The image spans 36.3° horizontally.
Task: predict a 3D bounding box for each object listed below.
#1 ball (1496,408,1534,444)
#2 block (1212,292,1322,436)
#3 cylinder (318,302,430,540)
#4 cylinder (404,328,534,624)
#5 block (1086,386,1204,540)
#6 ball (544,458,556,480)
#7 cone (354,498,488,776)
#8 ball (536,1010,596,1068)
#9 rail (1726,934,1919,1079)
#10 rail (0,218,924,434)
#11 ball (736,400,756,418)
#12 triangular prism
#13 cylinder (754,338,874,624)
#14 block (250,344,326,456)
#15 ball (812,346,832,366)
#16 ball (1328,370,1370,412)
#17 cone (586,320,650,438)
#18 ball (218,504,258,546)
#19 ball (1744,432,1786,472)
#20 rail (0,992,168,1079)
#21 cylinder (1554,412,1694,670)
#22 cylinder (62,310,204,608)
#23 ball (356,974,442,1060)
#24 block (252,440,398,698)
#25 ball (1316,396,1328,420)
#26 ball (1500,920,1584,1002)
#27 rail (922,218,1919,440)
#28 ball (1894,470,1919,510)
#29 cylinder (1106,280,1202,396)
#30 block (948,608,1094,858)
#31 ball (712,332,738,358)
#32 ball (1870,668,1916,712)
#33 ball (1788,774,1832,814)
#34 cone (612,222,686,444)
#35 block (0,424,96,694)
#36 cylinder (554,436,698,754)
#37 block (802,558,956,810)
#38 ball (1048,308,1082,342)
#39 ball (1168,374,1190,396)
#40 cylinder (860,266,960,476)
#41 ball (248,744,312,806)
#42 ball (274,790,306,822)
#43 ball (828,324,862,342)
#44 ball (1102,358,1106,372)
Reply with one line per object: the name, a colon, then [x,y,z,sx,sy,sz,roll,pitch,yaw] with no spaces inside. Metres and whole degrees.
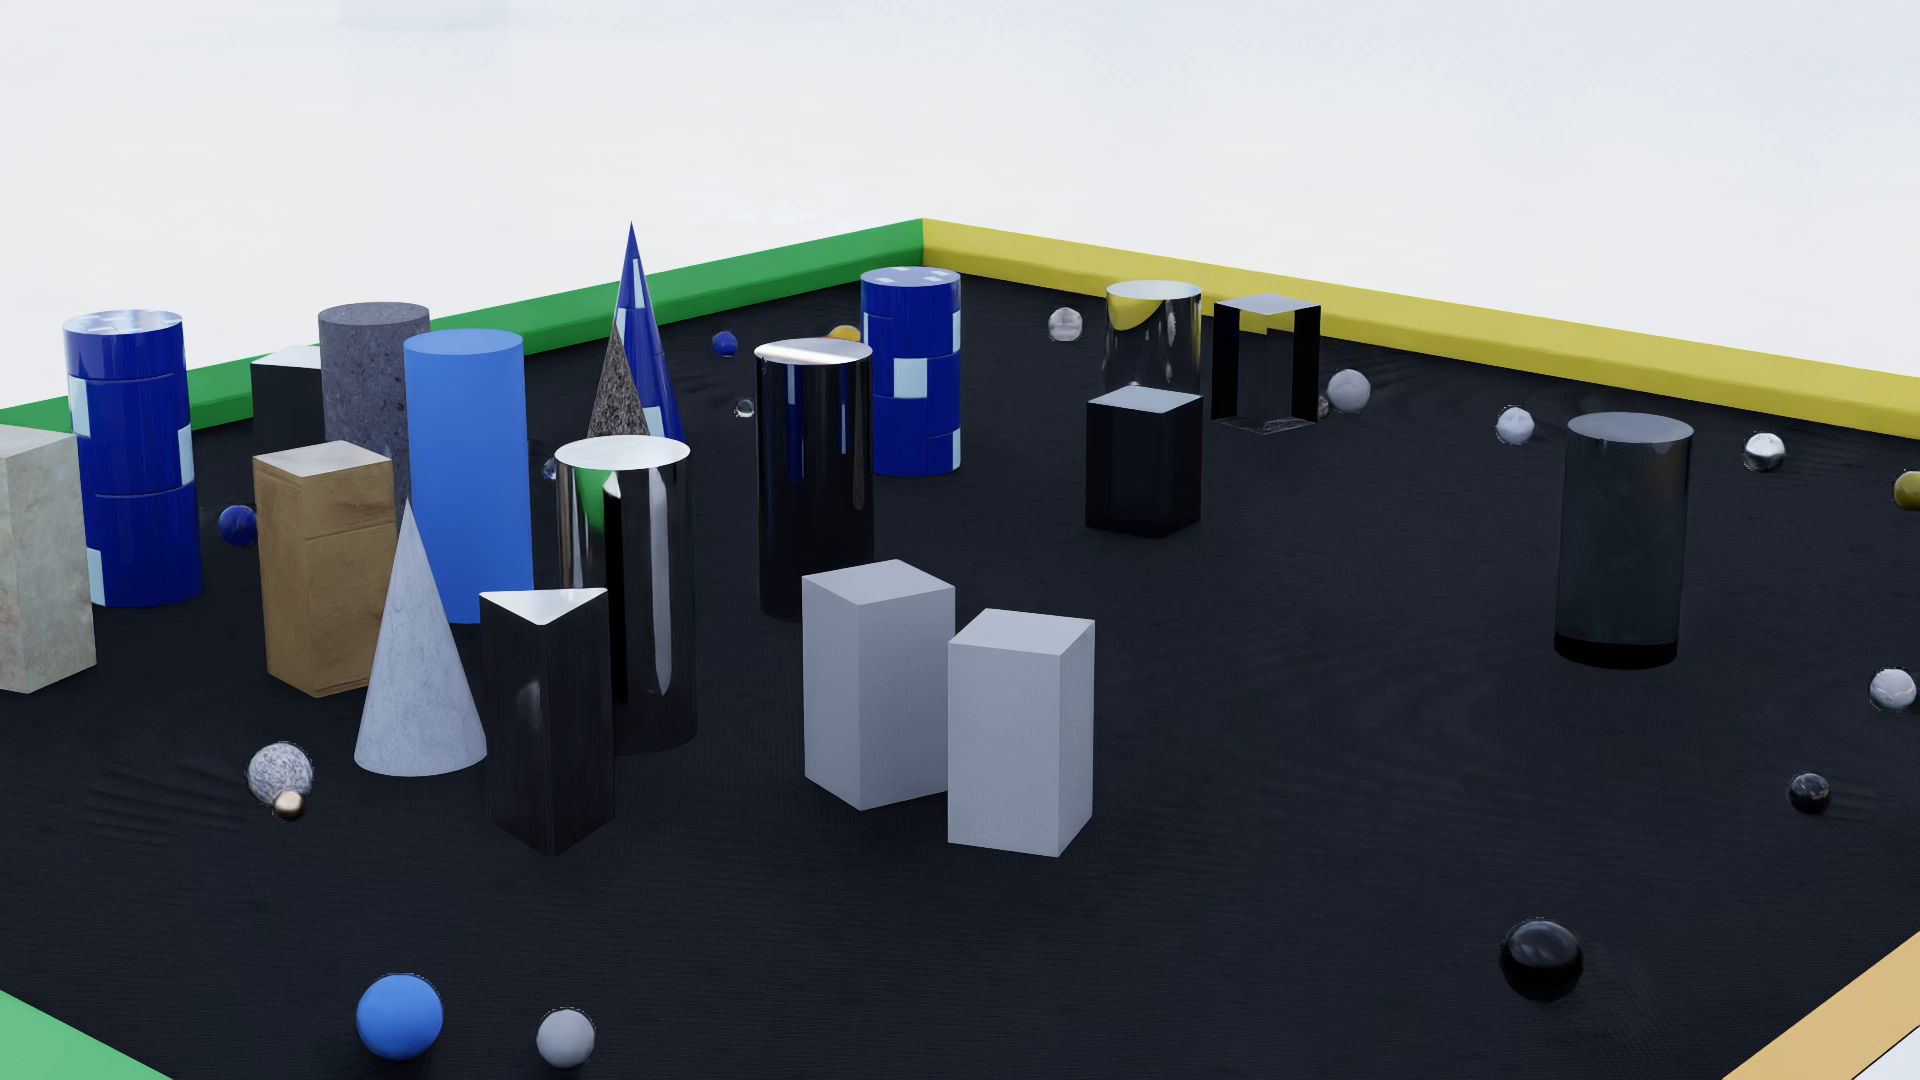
ball: [1.158,-0.238,6.116,0.076,0.076,0.076,0,17,0]
block: [0.653,-0.378,6.262,0.160,0.259,0.160,-13,21,-37]
cylinder: [-1.063,-0.204,5.379,0.200,0.434,0.200,0,17,0]
cylinder: [-0.838,-0.111,5.012,0.200,0.468,0.200,0,17,0]
block: [0.347,-0.148,5.527,0.160,0.243,0.160,11,20,32]
ball: [-0.806,-0.142,5.848,0.046,0.046,0.046,0,17,0]
cone: [-0.808,0.127,4.342,0.200,0.399,0.200,0,17,0]
ball: [-0.458,0.581,3.411,0.067,0.067,0.067,0,17,0]
rail: [1.477,0.402,3.892,0.045,0.130,4.249,14,22,39]
rail: [-1.477,-0.337,6.347,0.045,0.130,4.249,14,22,39]
ball: [-0.462,-0.284,6.328,0.040,0.040,0.040,0,17,0]
triangular prism: [-0.550,0.241,4.072,0.150,0.336,0.173,-12,21,-35]
cylinder: [-0.247,-0.102,5.013,0.200,0.452,0.200,0,17,0]
block: [-1.228,-0.198,5.579,0.160,0.309,0.160,5,18,17]
ball: [-0.318,-0.427,6.794,0.047,0.047,0.047,0,17,0]
ball: [0.844,-0.323,6.367,0.093,0.093,0.093,0,17,0]
cone: [-0.652,-0.238,5.589,0.200,0.380,0.200,0,17,0]
ball: [-1.331,-0.026,5.410,0.077,0.077,0.077,0,17,0]
ball: [1.619,-0.176,5.898,0.081,0.081,0.081,0,17,0]
rail: [-1.377,0.490,3.601,3.958,0.130,0.045,14,22,39]
cylinder: [1.084,0.000,4.798,0.200,0.380,0.200,0,17,0]
cylinder: [-1.433,-0.142,5.089,0.200,0.484,0.200,0,17,0]
ball: [-0.655,0.558,3.429,0.100,0.100,0.100,0,17,0]
block: [-1.007,0.044,4.682,0.160,0.362,0.160,-14,22,-38]
ball: [0.768,-0.286,6.316,0.052,0.052,0.052,0,17,0]
ball: [0.710,0.514,3.578,0.099,0.099,0.099,0,17,0]
rail: [1.377,-0.425,6.639,3.958,0.130,0.045,14,22,39]
ball: [1.834,-0.094,5.636,0.077,0.077,0.077,0,17,0]
cylinder: [0.407,-0.379,6.186,0.200,0.305,0.200,0,17,0]
block: [0.085,0.265,4.069,0.160,0.292,0.160,6,18,19]
ball: [-0.551,-0.457,6.867,0.062,0.062,0.062,0,17,0]
ball: [1.452,0.234,4.562,0.068,0.068,0.068,0,17,0]
ball: [1.206,0.360,4.159,0.058,0.058,0.058,0,17,0]
cone: [-0.670,-0.426,6.043,0.200,0.477,0.200,0,17,0]
block: [-1.515,0.028,4.693,0.160,0.387,0.160,8,18,24]
cylinder: [-0.501,0.081,4.420,0.200,0.442,0.200,0,17,0]
block: [-0.117,0.207,4.236,0.160,0.308,0.160,-10,20,-31]
ball: [0.253,-0.516,7.025,0.083,0.083,0.083,0,17,0]
ball: [0.487,-0.345,6.523,0.046,0.046,0.046,0,17,0]
cylinder: [-0.099,-0.341,5.916,0.200,0.388,0.200,0,17,0]
ball: [-0.971,0.335,4.186,0.090,0.090,0.090,0,17,0]
ball: [-0.945,0.375,4.134,0.044,0.044,0.044,0,17,0]
ball: [-0.267,-0.458,6.826,0.087,0.087,0.087,0,17,0]
ball: [0.344,-0.402,6.720,0.041,0.041,0.041,0,17,0]
